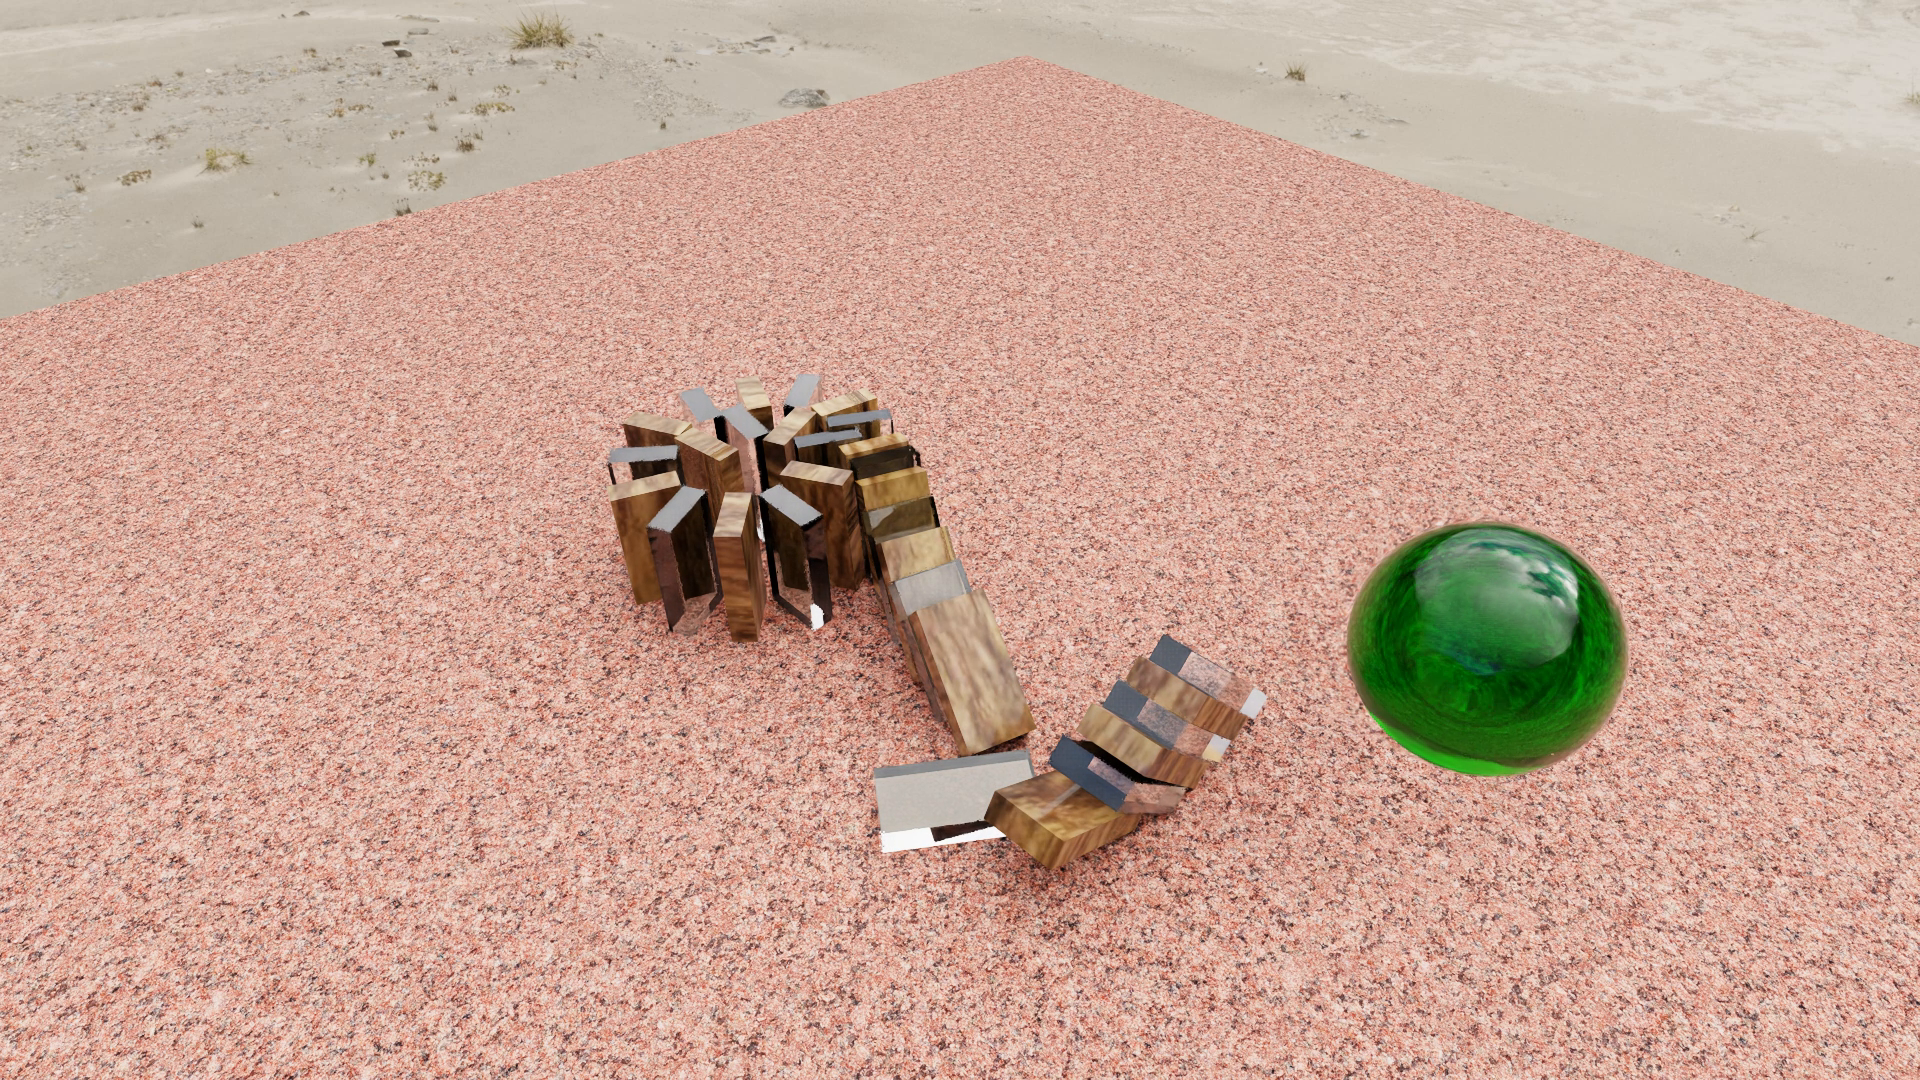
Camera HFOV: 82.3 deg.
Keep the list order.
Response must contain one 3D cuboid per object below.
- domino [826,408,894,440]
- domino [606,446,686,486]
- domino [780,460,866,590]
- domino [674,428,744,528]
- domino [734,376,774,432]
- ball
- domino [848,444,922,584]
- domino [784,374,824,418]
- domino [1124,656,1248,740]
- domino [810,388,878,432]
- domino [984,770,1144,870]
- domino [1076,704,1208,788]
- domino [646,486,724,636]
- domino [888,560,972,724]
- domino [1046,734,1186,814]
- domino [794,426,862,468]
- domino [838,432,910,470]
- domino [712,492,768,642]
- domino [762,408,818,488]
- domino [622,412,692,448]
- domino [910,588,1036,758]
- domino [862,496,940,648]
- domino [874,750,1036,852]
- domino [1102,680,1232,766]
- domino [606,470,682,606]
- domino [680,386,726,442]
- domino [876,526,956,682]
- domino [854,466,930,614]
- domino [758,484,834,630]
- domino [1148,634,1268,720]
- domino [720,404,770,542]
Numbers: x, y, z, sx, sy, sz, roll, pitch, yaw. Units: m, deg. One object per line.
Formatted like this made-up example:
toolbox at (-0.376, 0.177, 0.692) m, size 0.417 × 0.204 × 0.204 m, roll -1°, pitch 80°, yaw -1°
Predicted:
domino at (-0.039, -0.027, 0.443) m, size 0.025 × 0.050 × 0.009 m, roll -8°, pitch 32°, yaw -10°
domino at (-0.119, -0.013, 0.427) m, size 0.025 × 0.050 × 0.009 m, roll -3°, pitch 39°, yaw -4°
domino at (-0.051, -0.005, 0.417) m, size 0.025 × 0.050 × 0.009 m, roll 10°, pitch 40°, yaw 16°
domino at (-0.096, -0.017, 0.432) m, size 0.025 × 0.050 × 0.010 m, roll 26°, pitch 46°, yaw 28°
domino at (-0.084, -0.041, 0.461) m, size 0.009 × 0.050 × 0.025 m, roll -14°, pitch 41°, yaw -16°
ball at (0.164, 0.034, 0.347) m, size 0.080 × 0.080 × 0.080 m, roll 0°, pitch 39°, yaw 0°
domino at (-0.026, -0.009, 0.422) m, size 0.025 × 0.050 × 0.009 m, roll -15°, pitch 31°, yaw -17°
domino at (-0.064, -0.042, 0.462) m, size 0.010 × 0.050 × 0.025 m, roll 5°, pitch 40°, yaw 6°
domino at (0.074, 0.051, 0.354) m, size 0.025 × 0.050 × 0.009 m, roll 31°, pitch 91°, yaw 32°
domino at (-0.046, -0.036, 0.455) m, size 0.025 × 0.050 × 0.009 m, roll -23°, pitch 43°, yaw -25°
domino at (0.032, 0.080, 0.326) m, size 0.025 × 0.010 × 0.050 m, roll 31°, pitch 18°, yaw 32°
domino at (0.057, 0.064, 0.339) m, size 0.025 × 0.050 × 0.009 m, roll 31°, pitch 91°, yaw 32°
domino at (-0.099, 0.008, 0.401) m, size 0.009 × 0.050 × 0.025 m, roll 13°, pitch 41°, yaw 15°
domino at (-0.004, 0.034, 0.377) m, size 0.025 × 0.009 × 0.050 m, roll -18°, pitch 84°, yaw -21°
domino at (0.048, 0.071, 0.331) m, size 0.025 × 0.050 × 0.009 m, roll 31°, pitch 93°, yaw 31°
domino at (-0.050, -0.018, 0.433) m, size 0.025 × 0.050 × 0.009 m, roll -12°, pitch 33°, yaw -14°
domino at (-0.031, -0.015, 0.429) m, size 0.025 × 0.050 × 0.009 m, roll -15°, pitch 31°, yaw -17°
domino at (-0.079, 0.010, 0.399) m, size 0.009 × 0.050 × 0.025 m, roll 0°, pitch 39°, yaw 0°
domino at (-0.066, -0.025, 0.442) m, size 0.009 × 0.050 × 0.025 m, roll 15°, pitch 42°, yaw 18°
domino at (-0.118, -0.026, 0.443) m, size 0.025 × 0.050 × 0.010 m, roll 13°, pitch 41°, yaw 15°
domino at (0.004, 0.044, 0.366) m, size 0.025 × 0.010 × 0.050 m, roll -18°, pitch 82°, yaw -21°
domino at (-0.017, 0.011, 0.400) m, size 0.025 × 0.050 × 0.010 m, roll -15°, pitch 7°, yaw -17°
domino at (-0.001, 0.081, 0.344) m, size 0.050 × 0.009 × 0.025 m, roll -6°, pitch 40°, yaw -7°
domino at (0.066, 0.058, 0.346) m, size 0.025 × 0.050 × 0.009 m, roll 31°, pitch 91°, yaw 32°
domino at (-0.114, 0.000, 0.412) m, size 0.025 × 0.050 × 0.009 m, roll -15°, pitch 42°, yaw -18°
domino at (-0.103, -0.035, 0.454) m, size 0.009 × 0.050 × 0.025 m, roll -20°, pitch 43°, yaw -22°
domino at (-0.011, 0.022, 0.389) m, size 0.025 × 0.050 × 0.010 m, roll -15°, pitch -1°, yaw -18°
domino at (-0.022, 0.000, 0.412) m, size 0.025 × 0.050 × 0.009 m, roll -15°, pitch 19°, yaw -17°
domino at (-0.060, 0.007, 0.403) m, size 0.010 × 0.050 × 0.025 m, roll -32°, pitch 49°, yaw -33°
domino at (0.082, 0.045, 0.361) m, size 0.025 × 0.050 × 0.010 m, roll 31°, pitch 91°, yaw 32°
domino at (-0.084, -0.027, 0.444) m, size 0.010 × 0.050 × 0.025 m, roll -24°, pitch 45°, yaw -27°
